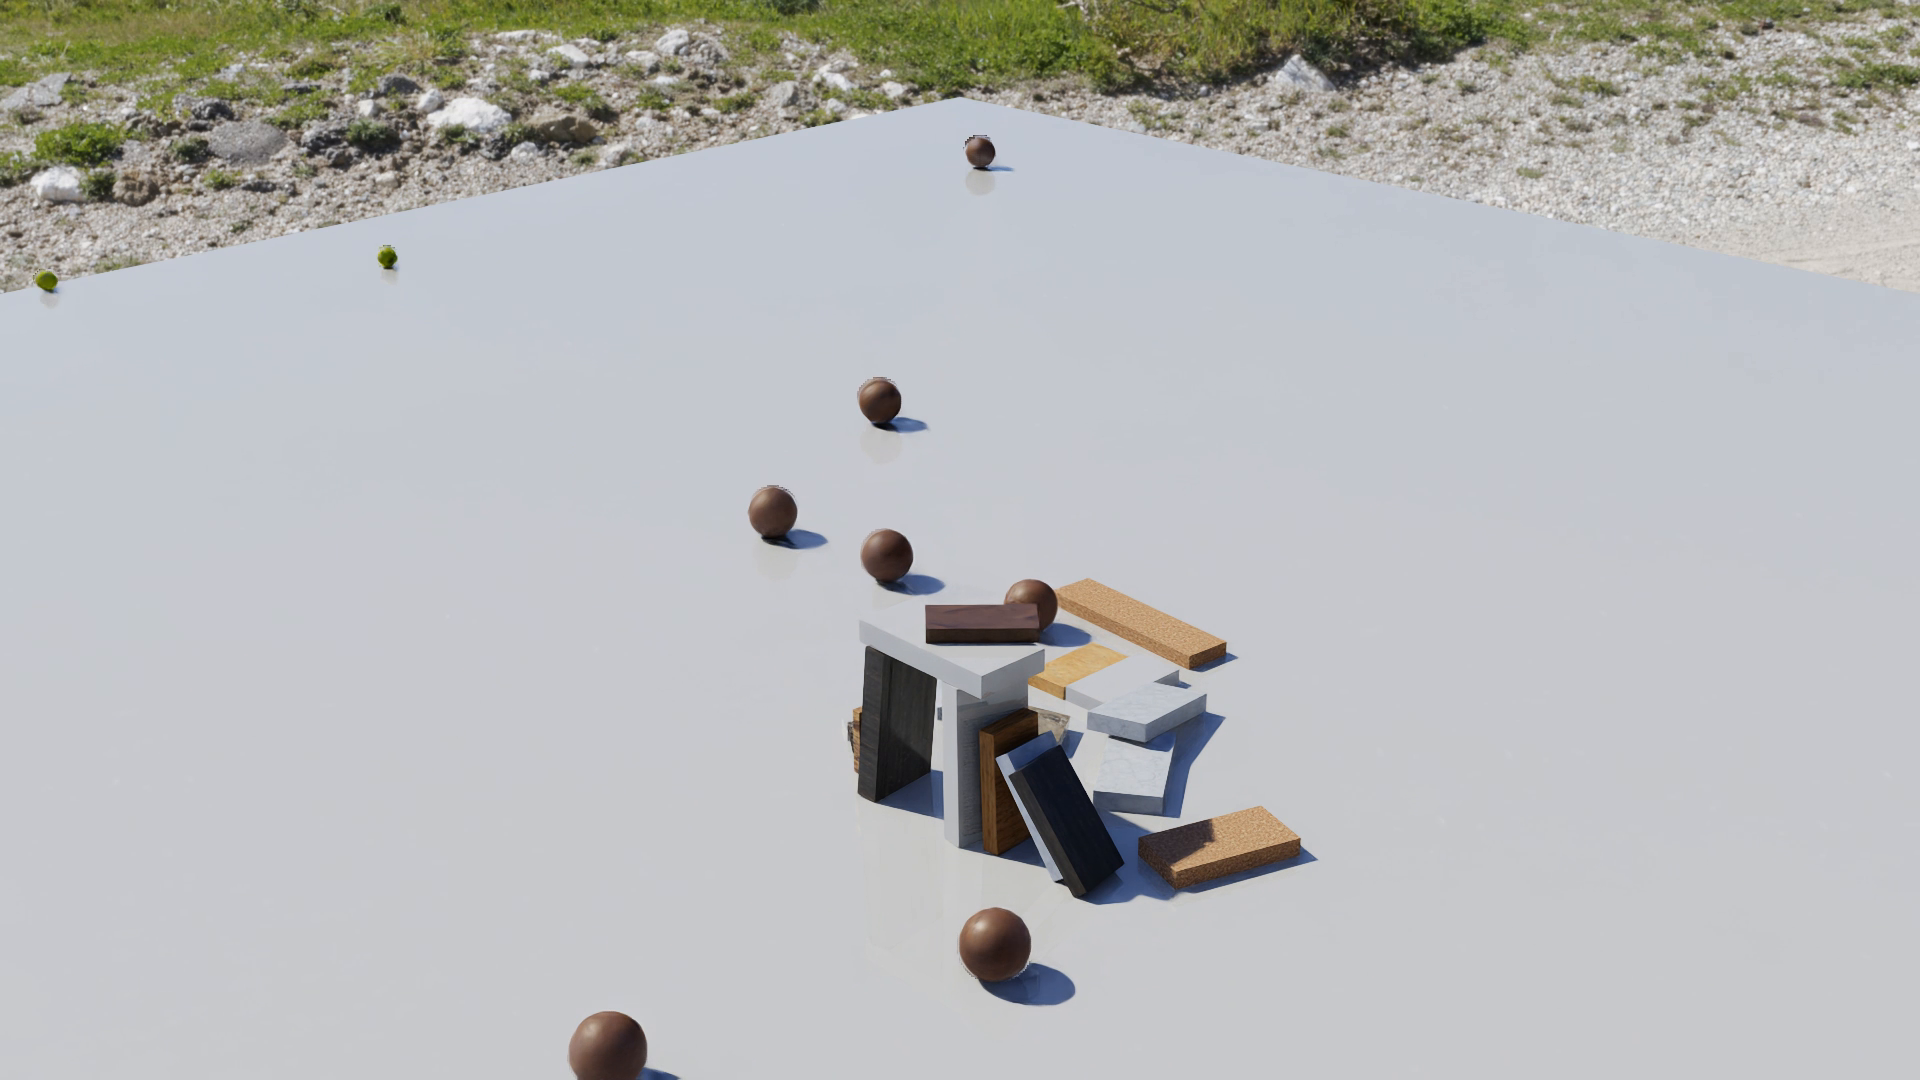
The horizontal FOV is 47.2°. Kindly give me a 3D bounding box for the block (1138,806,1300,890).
[{"bbox_3d":[0.507,0.599,4.298,0.283,0.040,0.141,-11,25,-24],"label":"block"}]

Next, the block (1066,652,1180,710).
[{"bbox_3d":[0.367,0.325,4.949,0.246,0.035,0.123,-21,31,-40],"label":"block"}]

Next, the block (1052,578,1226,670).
[{"bbox_3d":[0.422,0.196,5.254,0.123,0.035,0.474,-18,29,-36],"label":"block"}]

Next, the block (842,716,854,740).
[{"bbox_3d":[-0.179,0.404,4.783,0.146,0.021,0.073,-5,23,-11],"label":"block"}]

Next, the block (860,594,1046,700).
[{"bbox_3d":[-0.018,0.206,4.322,0.173,0.049,0.346,-21,31,-40],"label":"block"}]

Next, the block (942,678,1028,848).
[{"bbox_3d":[0.051,0.419,4.330,0.173,0.346,0.049,-16,26,-33],"label":"block"}]

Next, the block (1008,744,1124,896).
[{"bbox_3d":[0.204,0.535,4.203,0.037,0.261,0.131,-30,-2,43],"label":"block"}]

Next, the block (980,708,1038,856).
[{"bbox_3d":[0.099,0.473,4.310,0.037,0.261,0.131,17,28,40],"label":"block"}]

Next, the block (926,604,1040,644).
[{"bbox_3d":[0.043,0.164,4.319,0.221,0.031,0.111,0,23,-1],"label":"block"}]

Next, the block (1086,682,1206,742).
[{"bbox_3d":[0.407,0.371,4.766,0.141,0.040,0.283,10,15,32],"label":"block"}]

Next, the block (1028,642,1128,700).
[{"bbox_3d":[0.270,0.298,5.019,0.221,0.031,0.111,-21,31,-40],"label":"block"}]

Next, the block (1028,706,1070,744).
[{"bbox_3d":[0.104,0.393,4.749,0.246,0.035,0.123,13,25,11],"label":"block"}]

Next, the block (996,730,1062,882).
[{"bbox_3d":[0.178,0.513,4.252,0.131,0.261,0.037,-23,-3,-43],"label":"block"}]

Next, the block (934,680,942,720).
[{"bbox_3d":[-0.025,0.334,4.934,0.111,0.031,0.221,-6,24,-14],"label":"block"}]

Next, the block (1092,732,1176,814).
[{"bbox_3d":[0.366,0.478,4.583,0.141,0.040,0.283,4,23,10],"label":"block"}]

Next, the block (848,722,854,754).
[{"bbox_3d":[-0.164,0.416,4.723,0.146,0.021,0.073,-5,43,-11],"label":"block"}]

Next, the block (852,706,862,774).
[{"bbox_3d":[-0.188,0.412,4.602,0.073,0.146,0.021,-19,29,-37],"label":"block"}]

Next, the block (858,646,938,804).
[{"bbox_3d":[-0.125,0.349,4.491,0.049,0.346,0.173,24,32,34],"label":"block"}]
